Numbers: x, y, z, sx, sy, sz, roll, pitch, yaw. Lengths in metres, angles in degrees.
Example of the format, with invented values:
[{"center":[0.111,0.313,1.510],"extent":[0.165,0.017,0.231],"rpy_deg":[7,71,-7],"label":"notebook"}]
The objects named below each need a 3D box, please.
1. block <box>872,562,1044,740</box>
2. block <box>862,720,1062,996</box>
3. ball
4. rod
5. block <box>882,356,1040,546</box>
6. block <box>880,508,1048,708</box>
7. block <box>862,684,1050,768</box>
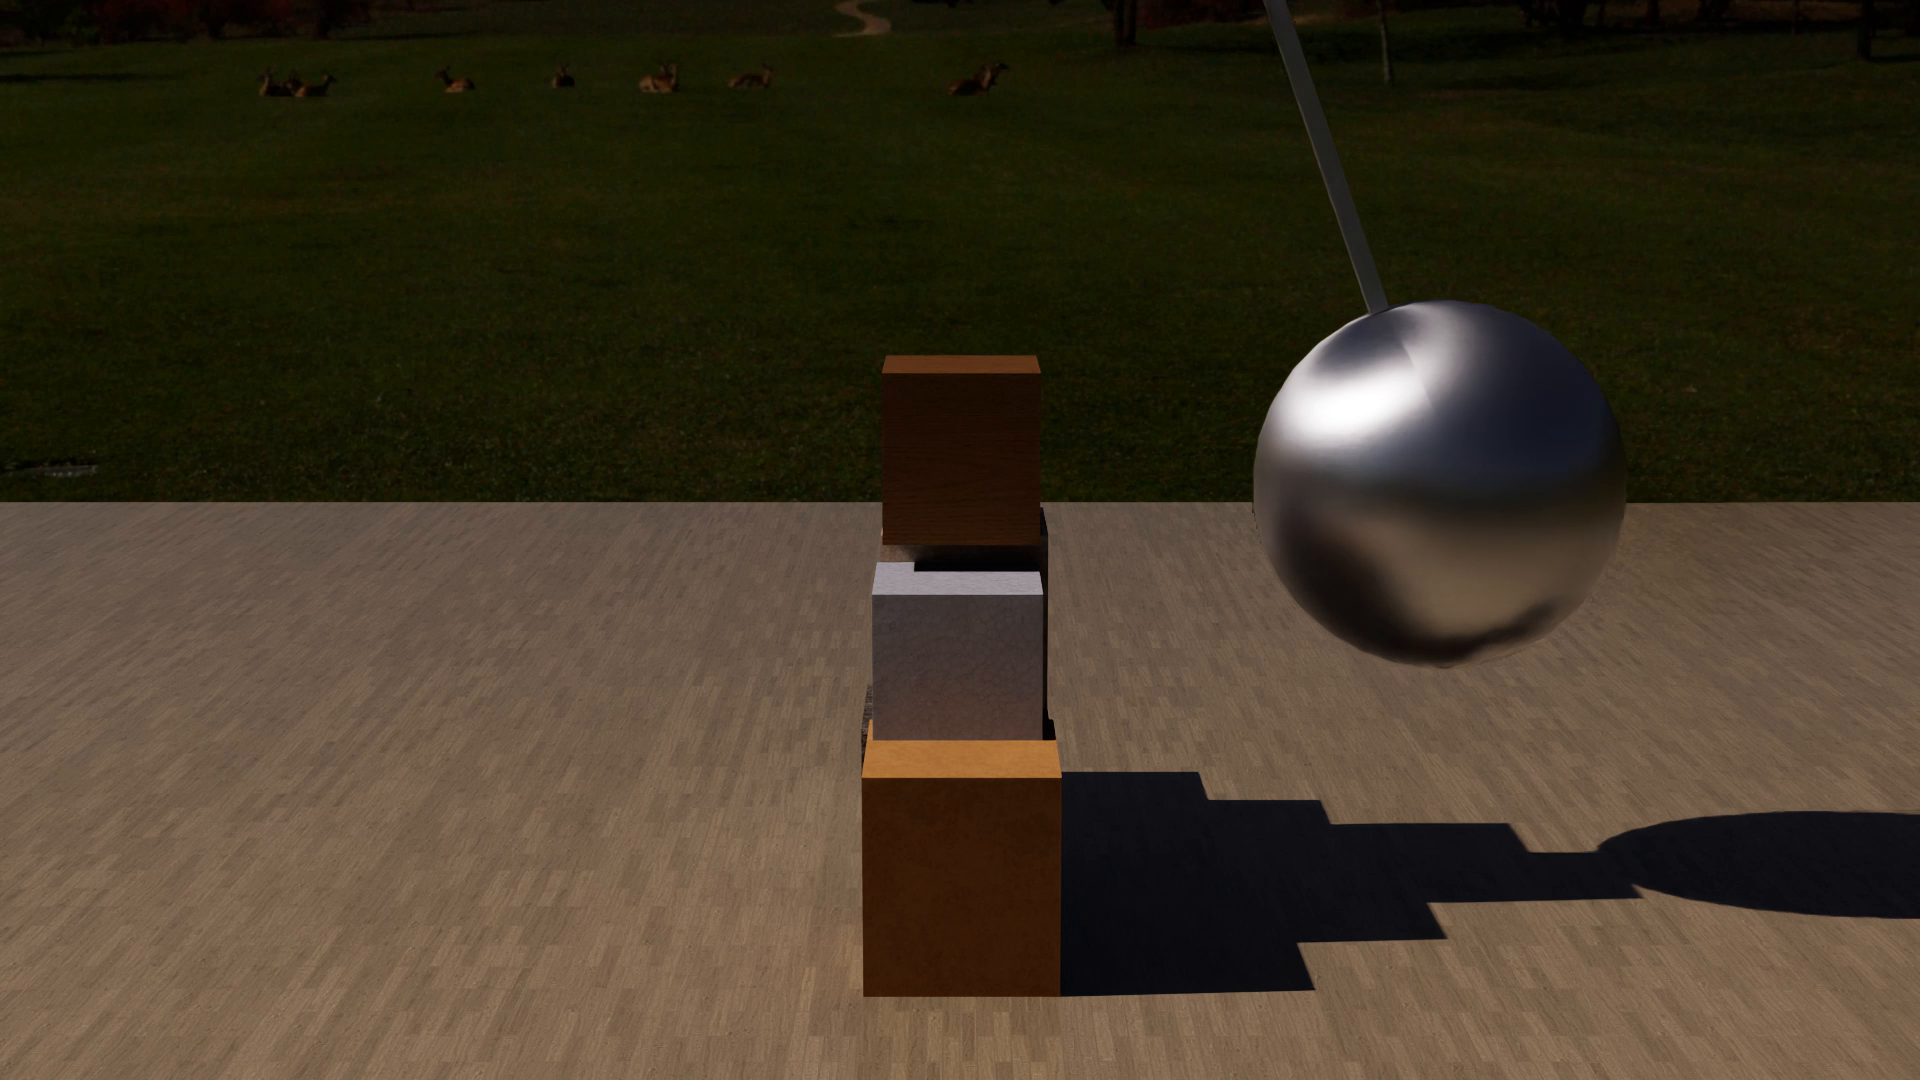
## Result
[{"center":[-0.010,0.449,10.549],"extent":[0.679,0.598,0.677],"rpy_deg":[0,10,0],"label":"block"},{"center":[0.007,1.251,10.246],"extent":[0.759,0.873,0.895],"rpy_deg":[0,10,0],"label":"block"},{"center":[2.074,-0.244,11.136],"extent":[1.600,1.600,1.600],"rpy_deg":[0,10,0],"label":"ball"},{"center":[0.899,-3.383,10.565],"extent":[0.080,5.200,0.080],"rpy_deg":[-20,10,4],"label":"rod"},{"center":[0.005,-0.390,10.864],"extent":[0.651,0.713,0.672],"rpy_deg":[0,10,0],"label":"block"},{"center":[0.020,0.286,11.240],"extent":[0.706,0.752,0.721],"rpy_deg":[0,10,0],"label":"block"},{"center":[-0.018,1.118,11.089],"extent":[0.783,0.832,0.791],"rpy_deg":[0,10,0],"label":"block"}]
